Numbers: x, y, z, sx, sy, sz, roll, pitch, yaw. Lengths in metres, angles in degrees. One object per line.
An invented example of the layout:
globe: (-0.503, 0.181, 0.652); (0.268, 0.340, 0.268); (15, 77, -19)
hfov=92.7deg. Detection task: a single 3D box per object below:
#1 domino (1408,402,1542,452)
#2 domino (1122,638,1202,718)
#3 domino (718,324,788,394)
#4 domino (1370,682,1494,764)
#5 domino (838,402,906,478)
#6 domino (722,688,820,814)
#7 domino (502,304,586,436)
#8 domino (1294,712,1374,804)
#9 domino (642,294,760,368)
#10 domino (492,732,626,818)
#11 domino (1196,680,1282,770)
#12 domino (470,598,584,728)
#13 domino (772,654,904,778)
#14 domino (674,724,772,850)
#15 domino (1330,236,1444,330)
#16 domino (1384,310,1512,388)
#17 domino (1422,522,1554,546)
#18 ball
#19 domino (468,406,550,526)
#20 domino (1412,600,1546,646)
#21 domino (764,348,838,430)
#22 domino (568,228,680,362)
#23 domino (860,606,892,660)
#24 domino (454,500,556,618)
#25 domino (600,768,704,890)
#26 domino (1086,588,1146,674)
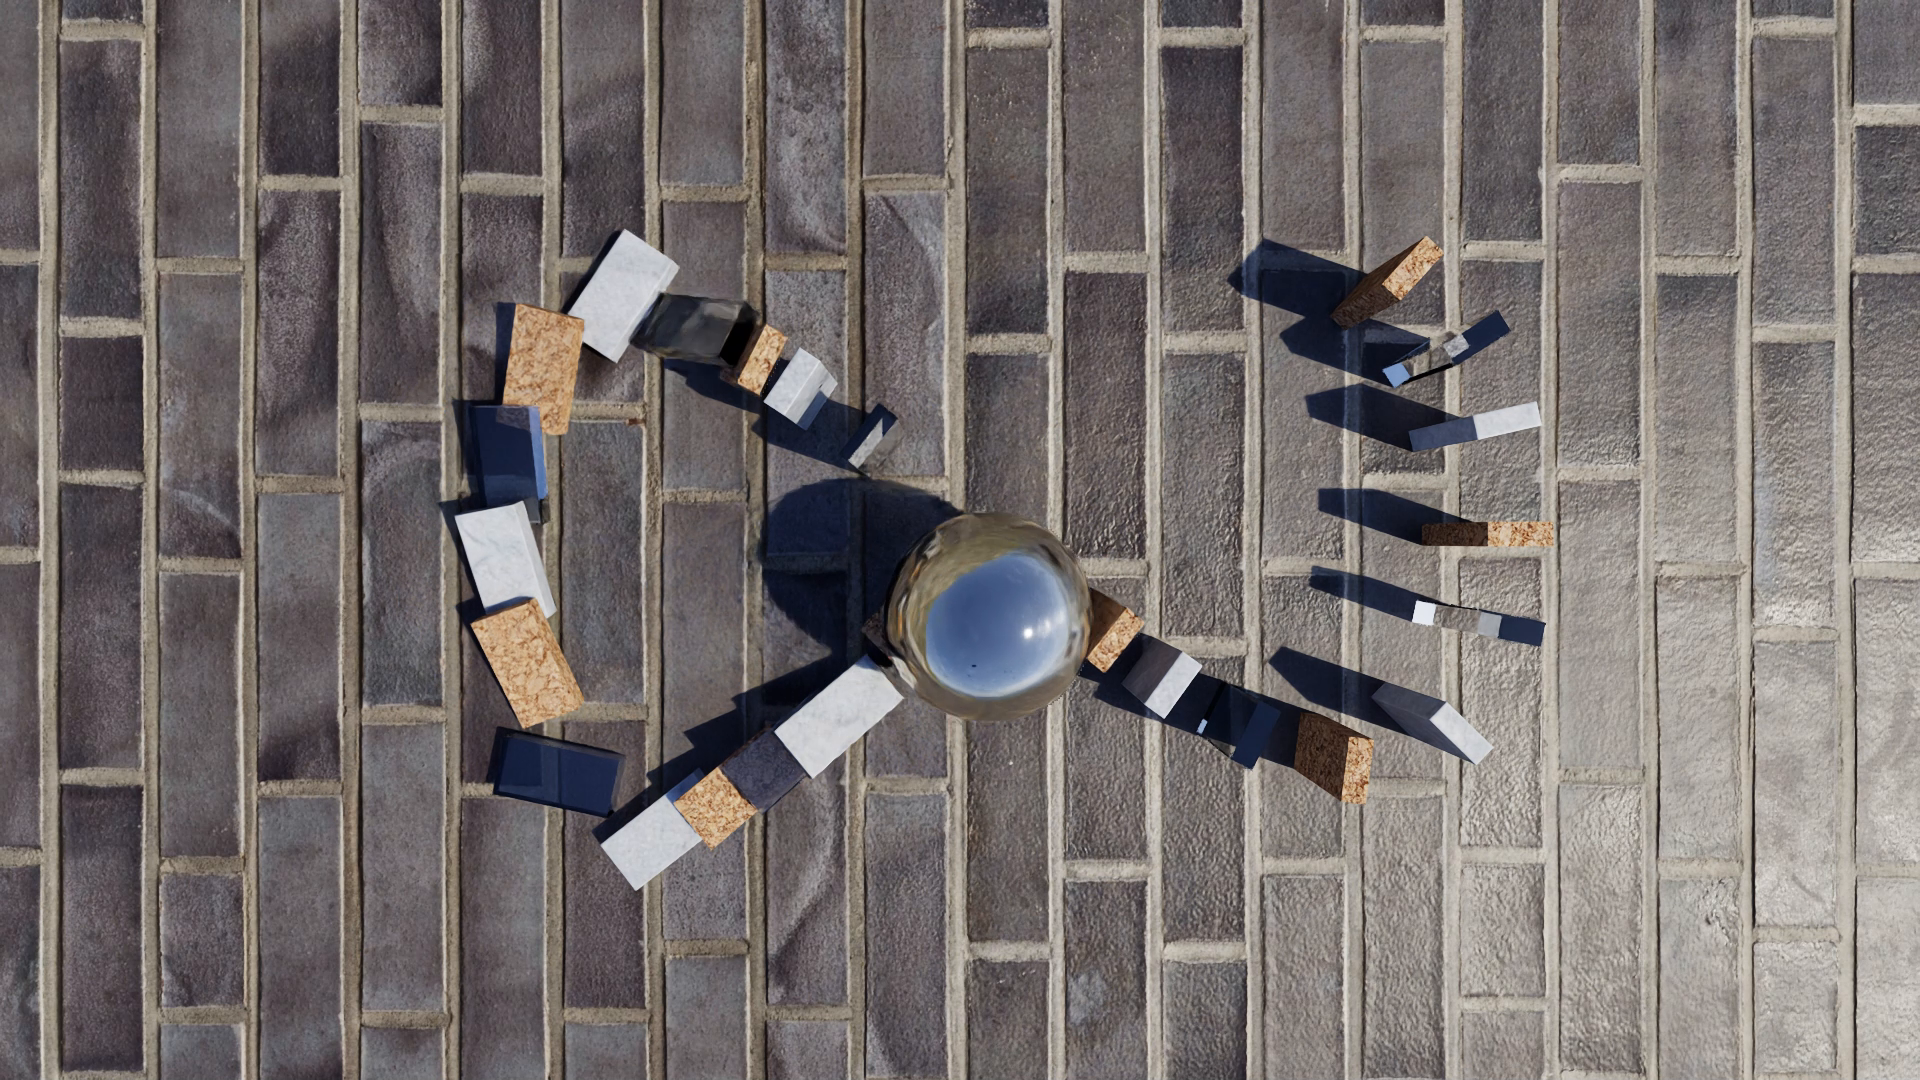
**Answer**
domino: (0.209, -0.046, 0.375); (0.025, 0.050, 0.009); (-13, 90, 0)
domino: (0.082, 0.055, 0.375); (0.010, 0.050, 0.025); (36, 90, 0)
domino: (-0.086, -0.074, 0.375); (0.010, 0.050, 0.025); (27, 90, -26)
domino: (0.192, 0.074, 0.375); (0.025, 0.050, 0.009); (44, 90, 0)
domino: (-0.035, -0.040, 0.375); (0.010, 0.050, 0.025); (38, 90, 0)
domino: (-0.072, 0.089, 0.386); (0.050, 0.009, 0.025); (-40, 90, -22)
domino: (-0.178, -0.072, 0.390); (0.025, 0.009, 0.050); (15, 104, 0)
domino: (0.152, 0.088, 0.375); (0.009, 0.050, 0.025); (7, 90, 0)
domino: (-0.108, -0.087, 0.380); (0.050, 0.009, 0.025); (15, 77, 34)
domino: (-0.172, 0.101, 0.395); (0.050, 0.010, 0.025); (12, 90, 0)
domino: (0.113, 0.075, 0.375); (0.010, 0.050, 0.025); (27, 90, 0)
domino: (-0.183, 0.052, 0.390); (0.025, 0.010, 0.050); (-20, 103, 0)
domino: (-0.051, 0.074, 0.386); (0.050, 0.010, 0.025); (-39, 90, -22)
domino: (-0.093, 0.104, 0.389); (0.050, 0.010, 0.025); (-39, 90, -15)
domino: (0.173, -0.104, 0.375); (0.009, 0.050, 0.025); (43, 90, 0)
domino: (0.198, -0.077, 0.375); (0.025, 0.050, 0.010); (-32, 90, 0)
domino: (0.214, -0.002, 0.375); (0.025, 0.050, 0.010); (0, 90, 0)
ball: (0.011, 0.029, 0.351); (0.080, 0.080, 0.080); (0, 90, 0)
domino: (-0.191, -0.032, 0.389); (0.025, 0.009, 0.050); (0, 104, 0)
domino: (0.211, 0.034, 0.375); (0.025, 0.050, 0.009); (12, 90, 0)
domino: (-0.064, -0.061, 0.375); (0.009, 0.050, 0.025); (33, 90, 0)
domino: (-0.146, -0.105, 0.395); (0.025, 0.009, 0.050); (34, 90, 0)
domino: (-0.017, 0.029, 0.395); (0.025, 0.010, 0.050); (44, 90, 0)
domino: (-0.193, 0.010, 0.389); (0.025, 0.009, 0.050); (-11, 104, 0)
domino: (-0.126, 0.124, 0.395); (0.050, 0.010, 0.025); (-38, 90, 0)
domino: (0.056, 0.036, 0.375); (0.009, 0.050, 0.025); (39, 90, -9)
